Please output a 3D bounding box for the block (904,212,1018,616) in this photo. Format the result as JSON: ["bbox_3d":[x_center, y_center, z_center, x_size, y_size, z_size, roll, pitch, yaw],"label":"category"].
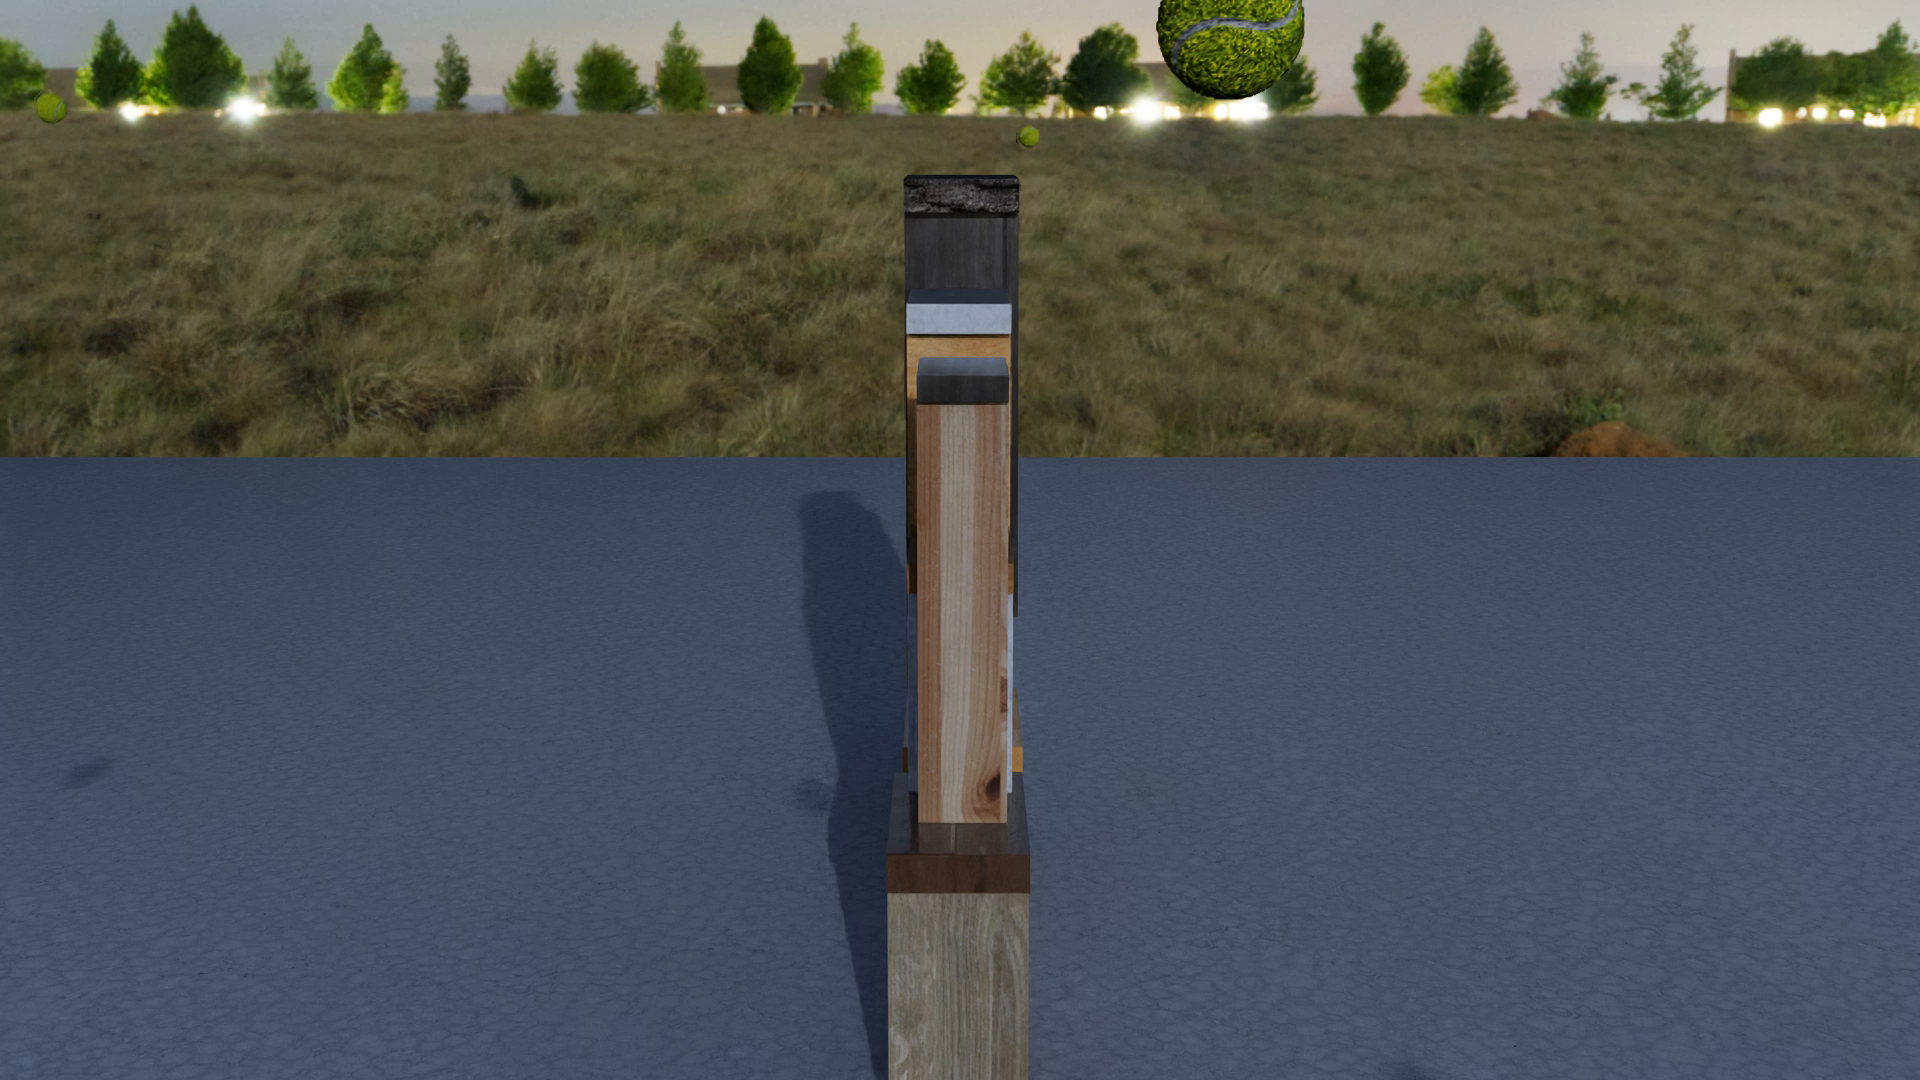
[{"bbox_3d":[0.003,-0.198,3.498,0.178,0.644,0.050,0,11,0],"label":"block"}]

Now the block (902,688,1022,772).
[{"bbox_3d":[0.004,0.287,3.298,0.171,0.048,0.341,0,11,0],"label":"block"}]

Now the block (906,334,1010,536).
[{"bbox_3d":[-0.002,-0.154,3.188,0.148,0.297,0.042,0,11,0],"label":"block"}]

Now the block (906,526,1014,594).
[{"bbox_3d":[0.000,0.025,2.947,0.136,0.039,0.273,0,11,0],"label":"block"}]

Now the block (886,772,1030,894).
[{"bbox_3d":[-0.002,0.371,2.818,0.173,0.049,0.346,0,11,0],"label":"block"}]

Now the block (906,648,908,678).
[{"bbox_3d":[-0.004,0.177,3.882,0.171,0.049,0.343,0,11,0],"label":"block"}]

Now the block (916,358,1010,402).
[{"bbox_3d":[0.003,-0.202,2.753,0.112,0.032,0.223,0,11,0],"label":"block"}]

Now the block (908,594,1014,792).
[{"bbox_3d":[0.000,0.194,2.886,0.136,0.273,0.039,0,11,0],"label":"block"}]

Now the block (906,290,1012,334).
[{"bbox_3d":[-0.002,-0.339,3.255,0.148,0.042,0.297,0,10,0],"label":"block"}]

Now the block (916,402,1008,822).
[{"bbox_3d":[0.003,0.090,2.731,0.112,0.535,0.032,0,11,0],"label":"block"}]

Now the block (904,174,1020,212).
[{"bbox_3d":[0.001,-0.561,3.550,0.178,0.050,0.355,0,10,0],"label":"block"}]

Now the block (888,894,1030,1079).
[{"bbox_3d":[-0.002,0.586,2.741,0.173,0.346,0.049,0,11,0],"label":"block"}]
